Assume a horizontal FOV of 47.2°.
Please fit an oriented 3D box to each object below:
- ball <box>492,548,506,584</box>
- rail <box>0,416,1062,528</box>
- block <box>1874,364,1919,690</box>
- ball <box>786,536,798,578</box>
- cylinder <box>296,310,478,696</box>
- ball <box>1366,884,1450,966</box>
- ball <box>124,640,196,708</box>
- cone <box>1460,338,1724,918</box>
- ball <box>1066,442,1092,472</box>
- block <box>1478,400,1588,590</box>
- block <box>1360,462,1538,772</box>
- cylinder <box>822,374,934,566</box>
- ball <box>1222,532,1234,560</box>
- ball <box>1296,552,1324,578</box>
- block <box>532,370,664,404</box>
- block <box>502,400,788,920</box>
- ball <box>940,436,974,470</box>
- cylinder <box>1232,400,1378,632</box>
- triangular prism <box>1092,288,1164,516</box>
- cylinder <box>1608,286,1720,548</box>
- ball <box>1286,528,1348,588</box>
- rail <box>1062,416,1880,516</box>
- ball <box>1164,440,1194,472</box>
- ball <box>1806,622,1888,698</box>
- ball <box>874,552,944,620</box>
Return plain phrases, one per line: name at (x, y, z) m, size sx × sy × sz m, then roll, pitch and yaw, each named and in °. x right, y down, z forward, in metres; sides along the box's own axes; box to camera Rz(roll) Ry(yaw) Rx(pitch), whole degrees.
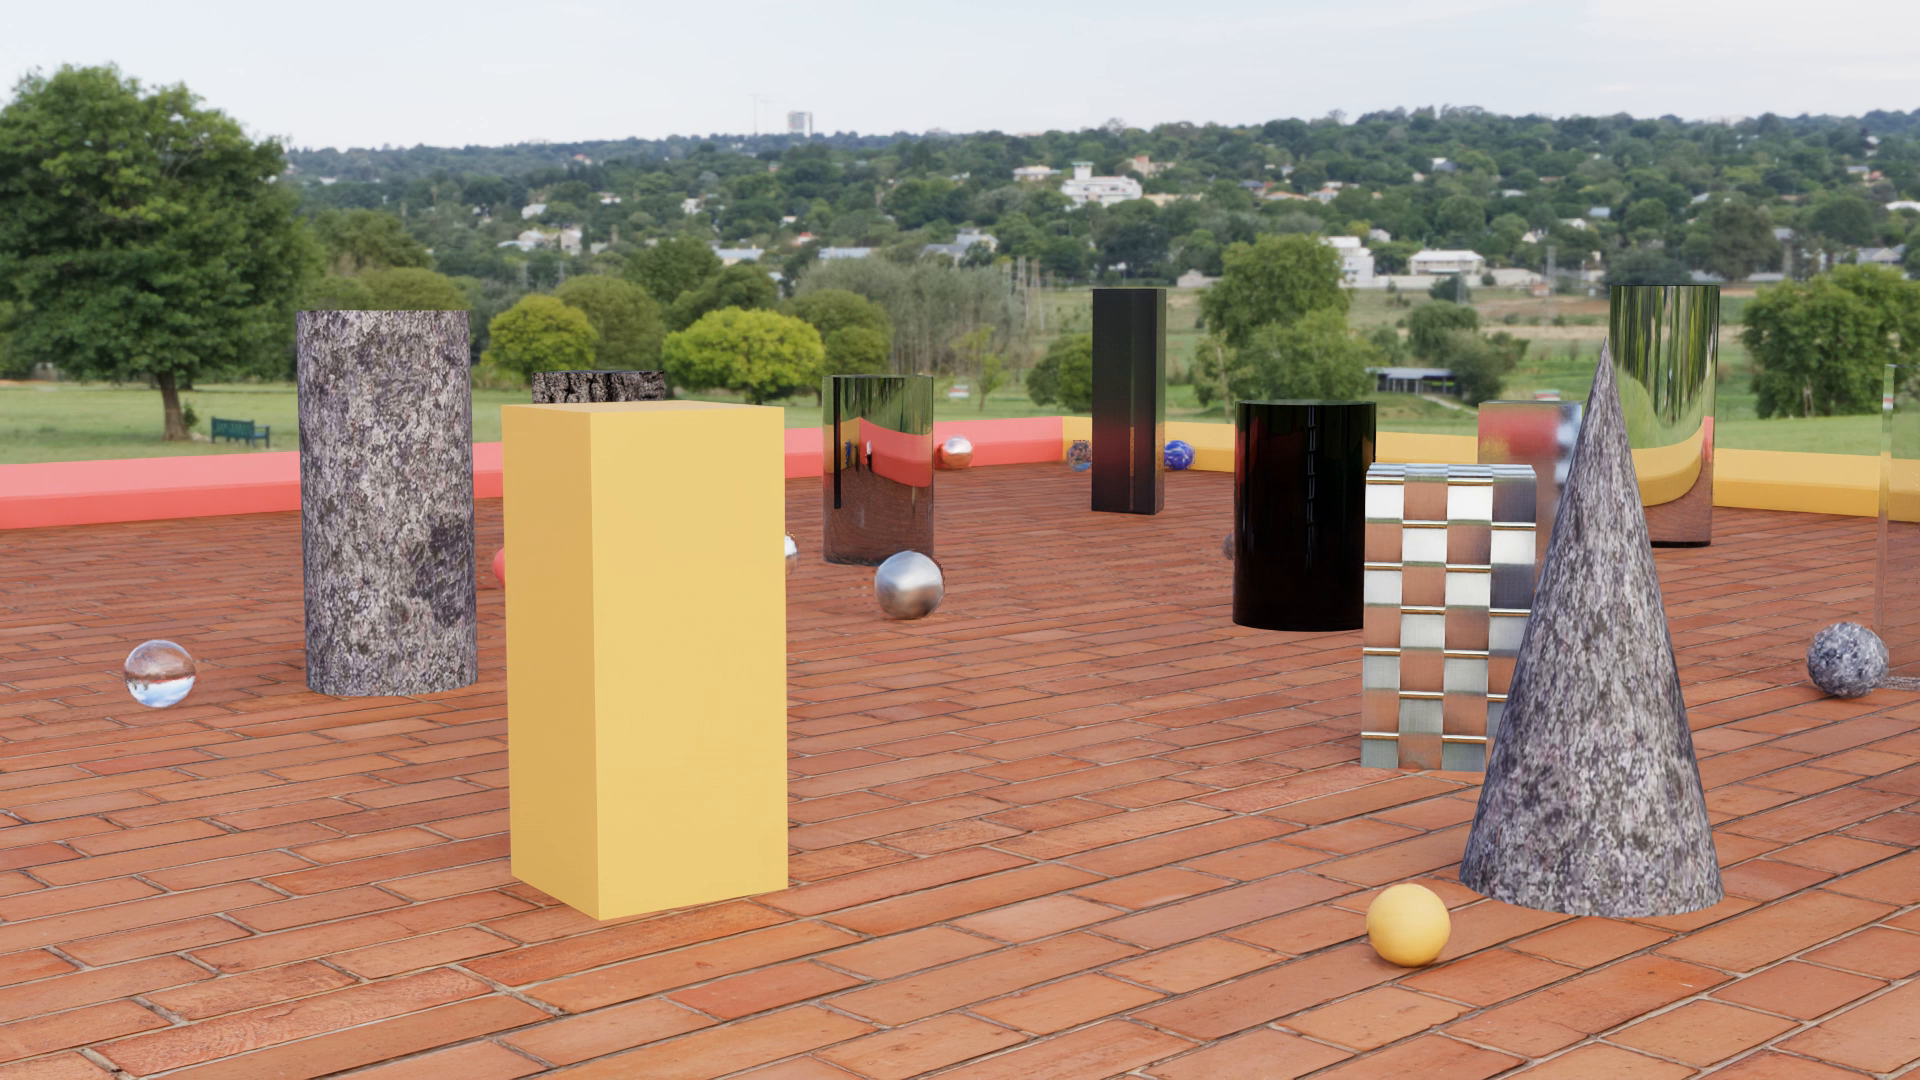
ball at (-0.717, 0.041, 3.536) m, size 0.068 × 0.068 × 0.068 m, roll 0°, pitch 6°, yaw 0°
rail at (-1.473, -0.131, 4.919) m, size 4.887 × 0.130 × 0.045 m, roll -5°, pitch 8°, yaw -42°
block at (1.191, -0.018, 2.633) m, size 0.160 × 0.379 × 0.160 m, roll 2°, pitch 6°, yaw 19°
ball at (-0.308, 0.027, 3.632) m, size 0.083 × 0.083 × 0.083 m, roll 0°, pitch 6°, yaw 0°
cylinder at (-0.683, -0.050, 2.626) m, size 0.200 × 0.445 × 0.200 m, roll 0°, pitch 6°, yaw 0°
ball at (0.306, 0.262, 1.500) m, size 0.056 × 0.056 × 0.056 m, roll 0°, pitch 6°, yaw 0°
ball at (-0.901, 0.151, 2.476) m, size 0.076 × 0.076 × 0.076 m, roll 0°, pitch 6°, yaw 0°
cone at (0.492, 0.055, 1.698) m, size 0.200 × 0.427 × 0.200 m, roll 0°, pitch 6°, yaw 0°
ball at (0.337, -0.231, 6.119) m, size 0.082 × 0.082 × 0.082 m, roll 0°, pitch 6°, yaw 0°
block at (0.934, -0.077, 3.593) m, size 0.160 × 0.297 × 0.160 m, roll 2°, pitch 6°, yaw 19°
block at (0.488, 0.073, 2.200) m, size 0.160 × 0.288 × 0.160 m, roll 1°, pitch 6°, yaw 12°
cylinder at (-0.146, -0.128, 3.936) m, size 0.200 × 0.329 × 0.200 m, roll 0°, pitch 6°, yaw 0°
ball at (0.493, 0.012, 3.929) m, size 0.051 × 0.051 × 0.051 m, roll 0°, pitch 6°, yaw 0°
ball at (0.585, 0.042, 3.675) m, size 0.043 × 0.043 × 0.043 m, roll 0°, pitch 6°, yaw 0°
block at (-0.585, -0.100, 3.578) m, size 0.160 × 0.347 × 0.160 m, roll 2°, pitch 6°, yaw 15°
block at (-0.244, 0.083, 1.703) m, size 0.160 × 0.372 × 0.160 m, roll -4°, pitch 7°, yaw -34°
ball at (-0.009, -0.243, 6.175) m, size 0.094 × 0.094 × 0.094 m, roll 0°, pitch 6°, yaw 0°
cylinder at (0.492, -0.039, 3.145) m, size 0.200 × 0.316 × 0.200 m, roll 0°, pitch 6°, yaw 0°
triangular prism at (0.409, -0.311, 4.901) m, size 0.173 × 0.494 × 0.150 m, roll 5°, pitch 8°, yaw 42°
cylinder at (1.344, -0.240, 4.217) m, size 0.200 × 0.493 × 0.200 m, roll 0°, pitch 6°, yaw 0°
ball at (0.576, 0.028, 3.546) m, size 0.098 × 0.098 × 0.098 m, roll 0°, pitch 6°, yaw 0°
rail at (1.779, -0.136, 4.964) m, size 0.045 × 0.130 × 4.391 m, roll -5°, pitch 8°, yaw -42°
ball at (0.607, -0.236, 6.139) m, size 0.087 × 0.087 × 0.087 m, roll 0°, pitch 6°, yaw 0°
ball at (1.022, 0.139, 2.536) m, size 0.087 × 0.087 × 0.087 m, roll 0°, pitch 6°, yaw 0°
ball at (-0.074, 0.066, 3.177) m, size 0.100 × 0.100 × 0.100 m, roll 0°, pitch 6°, yaw 0°
